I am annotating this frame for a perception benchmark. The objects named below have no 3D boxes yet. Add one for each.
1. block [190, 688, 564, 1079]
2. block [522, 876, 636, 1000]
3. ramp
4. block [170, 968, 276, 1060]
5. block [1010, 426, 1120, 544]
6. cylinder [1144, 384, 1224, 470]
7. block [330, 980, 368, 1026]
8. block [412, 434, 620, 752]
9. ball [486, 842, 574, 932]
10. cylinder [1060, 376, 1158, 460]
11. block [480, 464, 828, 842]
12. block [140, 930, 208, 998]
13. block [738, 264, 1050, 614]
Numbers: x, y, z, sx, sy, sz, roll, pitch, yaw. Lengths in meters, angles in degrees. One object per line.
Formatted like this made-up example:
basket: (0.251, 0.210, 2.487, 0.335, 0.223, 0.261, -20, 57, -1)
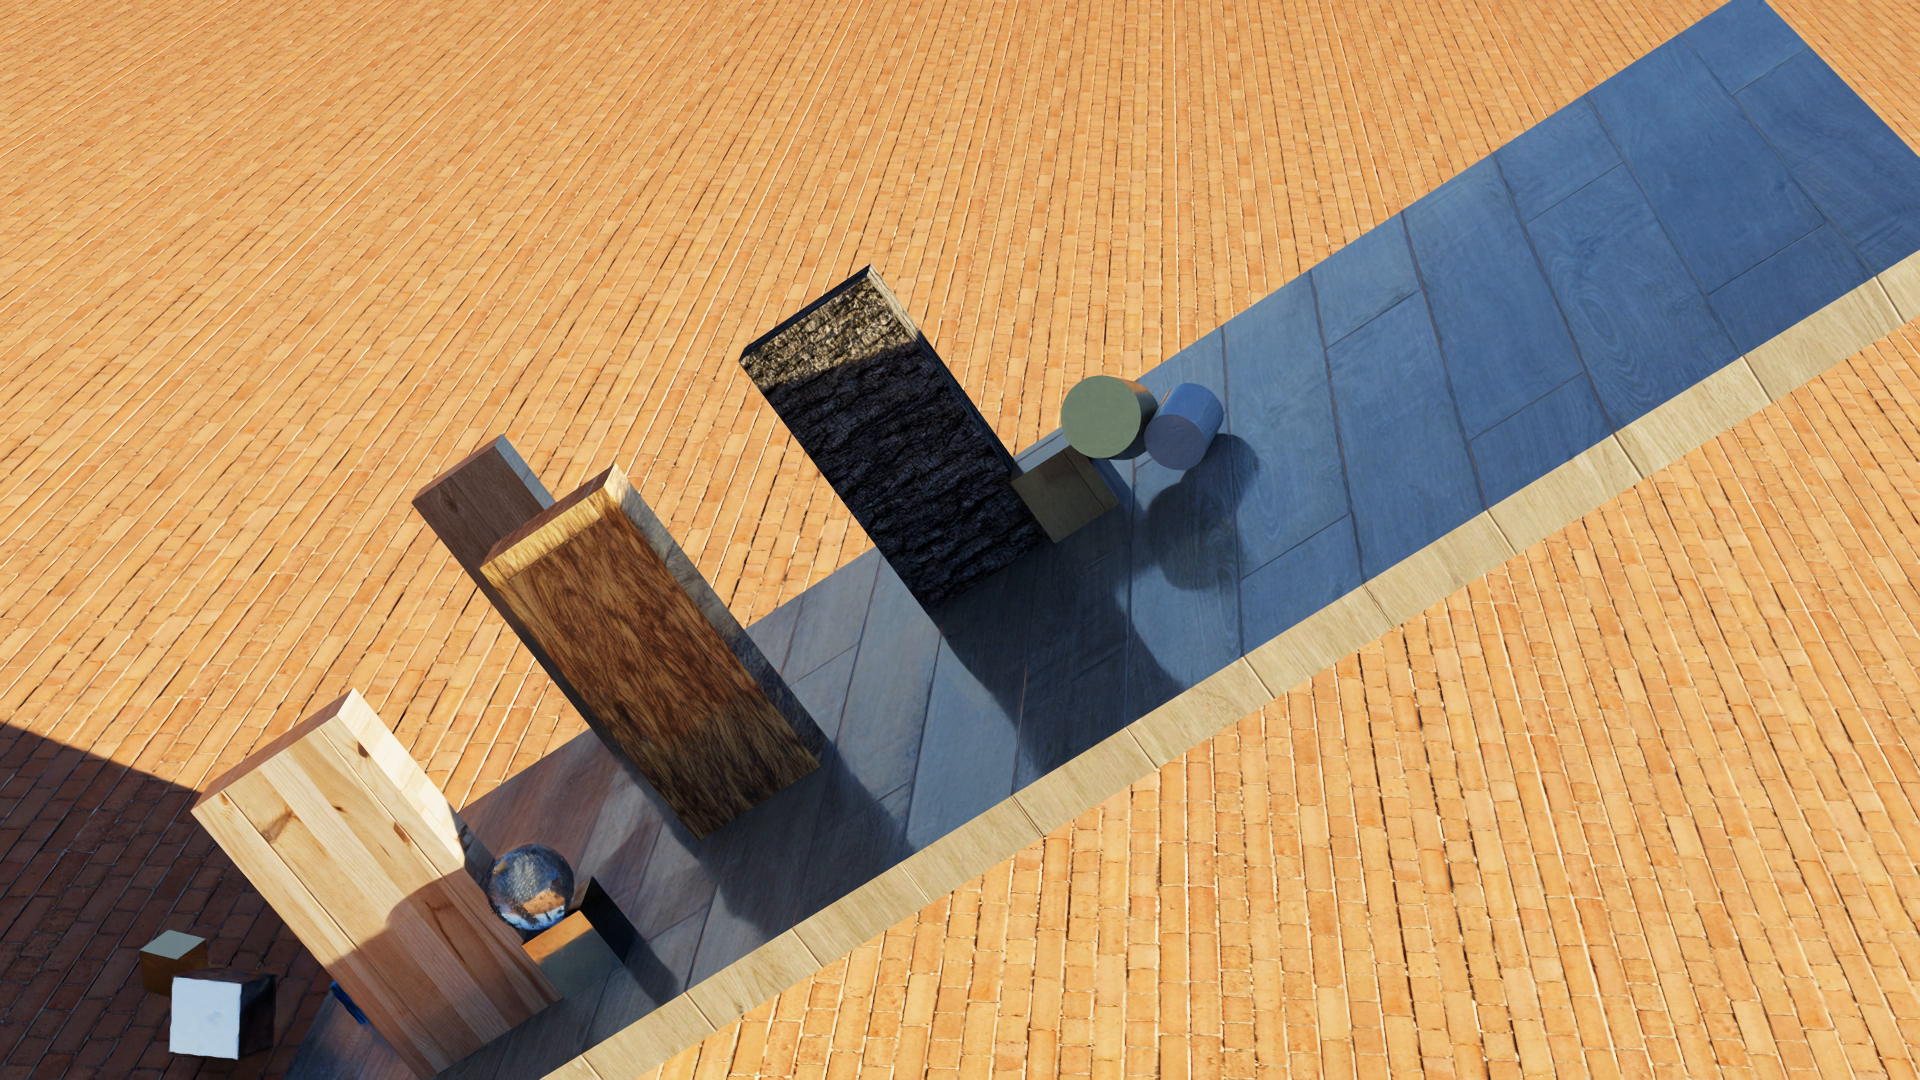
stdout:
block: (-1.156, 0.705, 5.955, 0.382, 0.743, 0.130, -32, 16, 15)
block: (-0.770, 0.804, 5.950, 0.147, 0.147, 0.147, -32, 16, 14)
ramp: (0.136, 0.174, 6.306, 4.000, 0.100, 2.000, -32, 16, 15)
block: (-1.722, 1.104, 6.876, 0.174, 0.174, 0.174, 3, 0, 14)
block: (0.234, -0.133, 6.481, 0.171, 0.171, 0.171, -32, 16, 15)
cylinder: (0.482, -0.245, 6.332, 0.138, 0.138, 0.138, 8, 34, 19)
block: (-1.334, 1.002, 6.663, 0.113, 0.113, 0.113, -32, 16, 17)
block: (-0.980, 0.134, 7.160, 0.258, 0.793, 0.092, -32, 16, 15)
ball: (-0.855, 0.691, 5.858, 0.175, 0.175, 0.175, 0, 21, 0)
cylinder: (0.327, -0.263, 6.361, 0.178, 0.178, 0.178, 7, 2, 18)
block: (-0.636, 0.241, 6.171, 0.325, 0.751, 0.139, -32, 16, 15)
block: (-1.923, 1.040, 7.204, 0.113, 0.113, 0.113, 9, 23, 22)
block: (-0.132, -0.217, 6.493, 0.347, 0.716, 0.102, -32, 16, 15)
